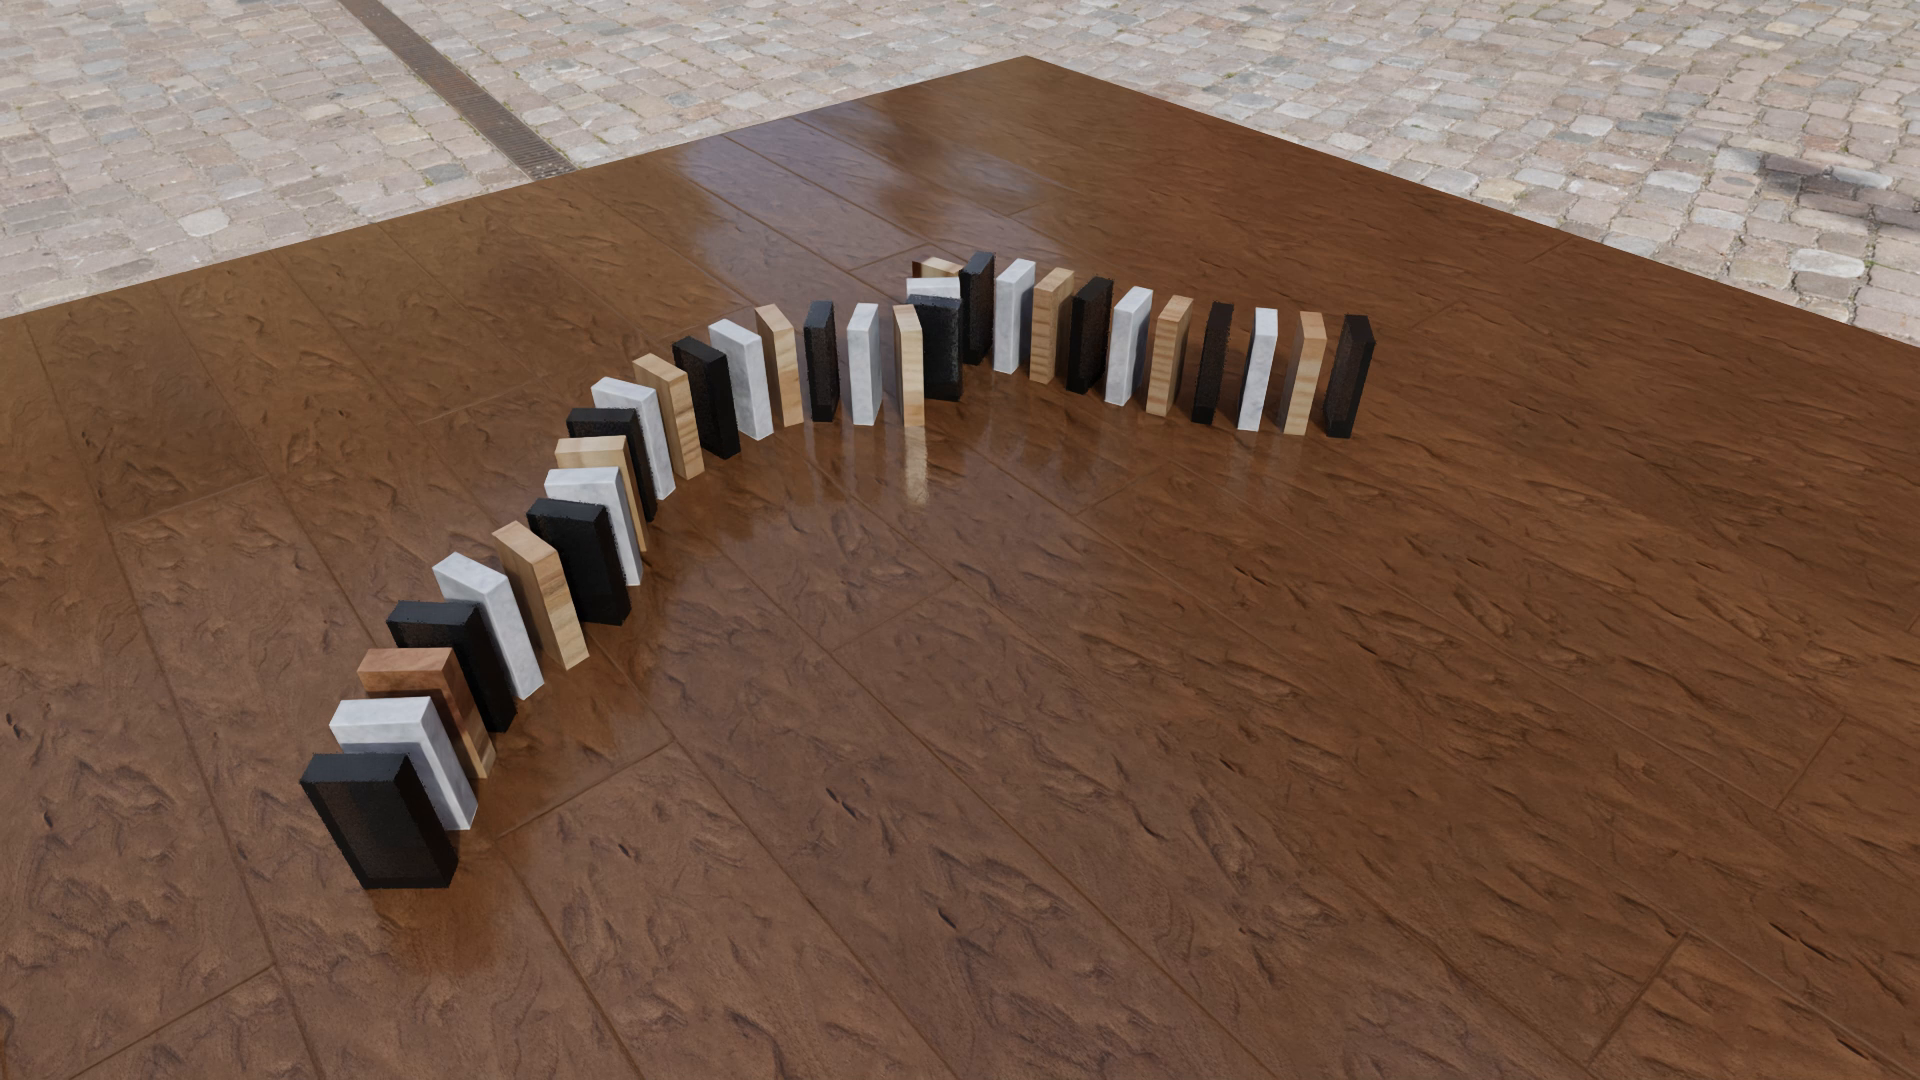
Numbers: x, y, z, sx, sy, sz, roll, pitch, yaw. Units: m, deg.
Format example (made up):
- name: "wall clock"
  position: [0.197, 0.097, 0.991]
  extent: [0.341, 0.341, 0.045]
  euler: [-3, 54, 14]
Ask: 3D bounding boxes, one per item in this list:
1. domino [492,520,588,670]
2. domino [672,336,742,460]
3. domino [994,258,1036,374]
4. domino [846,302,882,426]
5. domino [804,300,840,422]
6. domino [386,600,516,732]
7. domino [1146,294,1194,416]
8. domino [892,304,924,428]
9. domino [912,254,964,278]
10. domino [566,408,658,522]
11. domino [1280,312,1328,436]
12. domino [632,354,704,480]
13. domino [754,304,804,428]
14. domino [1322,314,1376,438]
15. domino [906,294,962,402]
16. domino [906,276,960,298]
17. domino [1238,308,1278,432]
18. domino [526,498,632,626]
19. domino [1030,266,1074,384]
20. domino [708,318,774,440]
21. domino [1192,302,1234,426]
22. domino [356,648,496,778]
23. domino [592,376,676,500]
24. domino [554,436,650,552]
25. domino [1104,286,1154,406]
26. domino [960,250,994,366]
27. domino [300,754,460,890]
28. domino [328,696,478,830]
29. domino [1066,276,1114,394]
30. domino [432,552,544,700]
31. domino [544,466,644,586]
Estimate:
- name: "domino"
  position: [-0.147, 0.020, 0.387]
  extent: [0.025, 0.050, 0.010]
  euler: [29, 47, 30]
- name: "domino"
  position: [-0.112, -0.063, 0.488]
  extent: [0.025, 0.050, 0.010]
  euler: [28, 47, 30]
- name: "domino"
  position: [0.027, -0.111, 0.547]
  extent: [0.009, 0.050, 0.025]
  euler: [18, 43, 21]
- name: "domino"
  position: [-0.044, -0.081, 0.511]
  extent: [0.010, 0.050, 0.025]
  euler: [5, 40, 6]
- name: "domino"
  position: [-0.064, -0.083, 0.513]
  extent: [0.009, 0.050, 0.025]
  euler: [2, 39, 3]
- name: "domino"
  position: [-0.165, 0.042, 0.360]
  extent: [0.025, 0.050, 0.010]
  euler: [3, 39, 4]
- name: "domino"
  position: [0.098, -0.086, 0.517]
  extent: [0.010, 0.050, 0.025]
  euler: [17, 42, 19]
- name: "domino"
  position: [-0.024, -0.081, 0.510]
  extent: [0.009, 0.050, 0.025]
  euler: [-7, 40, -9]
- name: "domino"
  position: [-0.011, -0.116, 0.553]
  extent: [0.025, 0.050, 0.009]
  euler: [24, 45, 26]
- name: "domino"
  position: [-0.141, -0.030, 0.448]
  extent: [0.025, 0.050, 0.010]
  euler: [0, 39, 1]
- name: "domino"
  position: [0.157, -0.076, 0.504]
  extent: [0.009, 0.050, 0.025]
  euler: [5, 40, 7]
- name: "domino"
  position: [-0.126, -0.053, 0.476]
  extent: [0.025, 0.050, 0.010]
  euler: [29, 47, 31]
- name: "domino"
  position: [-0.084, -0.081, 0.510]
  extent: [0.009, 0.050, 0.025]
  euler: [-18, 43, -21]
- name: "domino"
  position: [0.177, -0.074, 0.502]
  extent: [0.009, 0.050, 0.025]
  euler: [5, 40, 6]
- name: "domino"
  position: [-0.012, -0.091, 0.522]
  extent: [0.025, 0.050, 0.009]
  euler: [8, 40, 10]
- name: "domino"
  position: [-0.013, -0.103, 0.537]
  extent: [0.025, 0.050, 0.009]
  euler: [-2, 39, -2]
- name: "domino"
  position: [0.137, -0.078, 0.507]
  extent: [0.009, 0.050, 0.025]
  euler: [8, 40, 9]
- name: "domino"
  position: [-0.138, 0.009, 0.401]
  extent: [0.025, 0.050, 0.009]
  euler: [6, 40, 8]
- name: "domino"
  position: [0.045, -0.105, 0.540]
  extent: [0.010, 0.050, 0.025]
  euler: [20, 43, 22]
- name: "domino"
  position: [-0.099, -0.073, 0.500]
  extent: [0.025, 0.050, 0.010]
  euler: [29, 48, 31]
- name: "domino"
  position: [0.117, -0.082, 0.511]
  extent: [0.009, 0.050, 0.025]
  euler: [11, 41, 13]
- name: "domino"
  position: [-0.166, 0.055, 0.344]
  extent: [0.025, 0.050, 0.010]
  euler: [-1, 39, -1]
- name: "domino"
  position: [-0.137, -0.042, 0.463]
  extent: [0.025, 0.050, 0.009]
  euler: [15, 42, 18]
- name: "domino"
  position: [-0.140, -0.017, 0.432]
  extent: [0.025, 0.050, 0.009]
  euler: [-4, 39, -5]
- name: "domino"
  position: [0.080, -0.092, 0.524]
  extent: [0.010, 0.050, 0.025]
  euler: [19, 43, 22]
- name: "domino"
  position: [0.009, -0.116, 0.553]
  extent: [0.009, 0.050, 0.025]
  euler: [12, 41, 14]
- name: "domino"
  position: [-0.164, 0.081, 0.313]
  extent: [0.025, 0.050, 0.009]
  euler: [0, 39, 0]
- name: "domino"
  position: [-0.165, 0.068, 0.329]
  extent: [0.025, 0.050, 0.010]
  euler: [-2, 39, -3]
- name: "domino"
  position: [0.063, -0.098, 0.532]
  extent: [0.009, 0.050, 0.025]
  euler: [20, 43, 23]
- name: "domino"
  position: [-0.160, 0.030, 0.375]
  extent: [0.025, 0.050, 0.010]
  euler: [21, 44, 23]
- name: "domino"
  position: [-0.138, -0.004, 0.417]
  extent: [0.025, 0.050, 0.009]
  euler: [-3, 39, -3]
